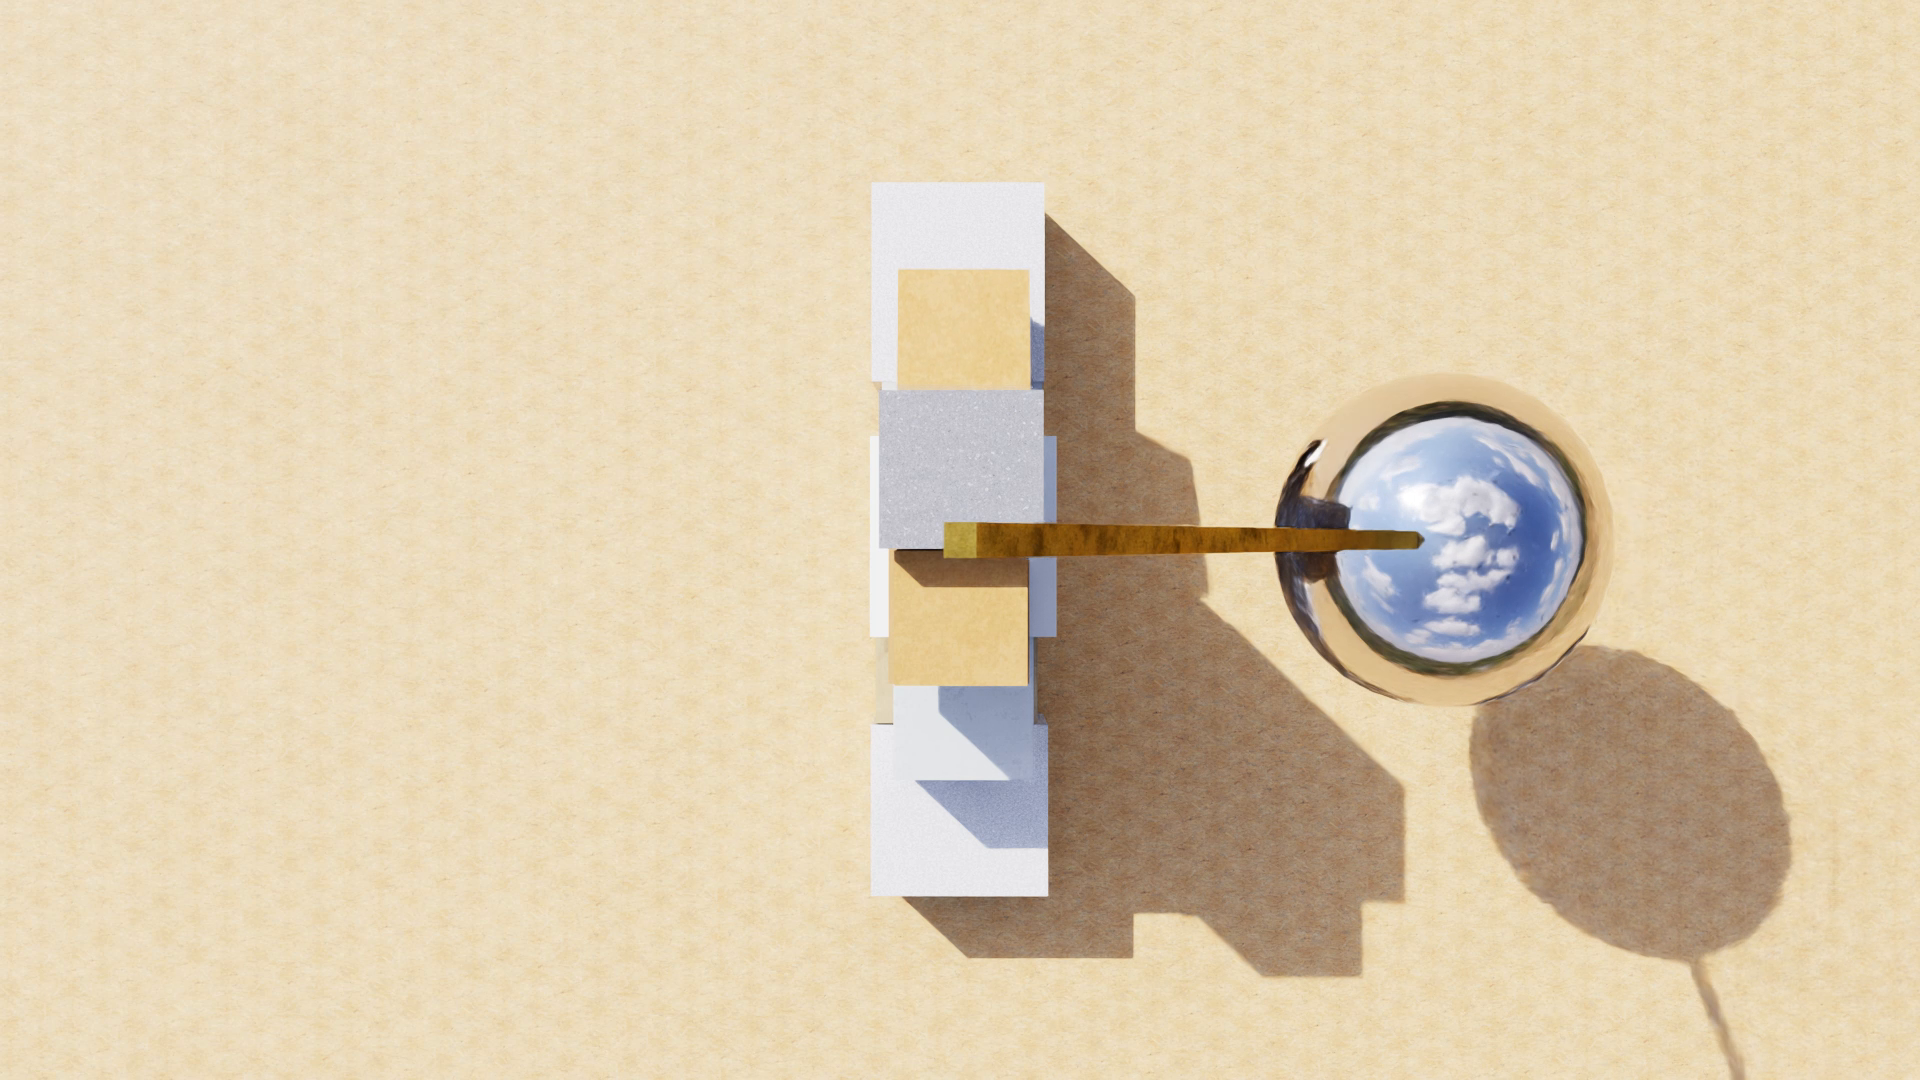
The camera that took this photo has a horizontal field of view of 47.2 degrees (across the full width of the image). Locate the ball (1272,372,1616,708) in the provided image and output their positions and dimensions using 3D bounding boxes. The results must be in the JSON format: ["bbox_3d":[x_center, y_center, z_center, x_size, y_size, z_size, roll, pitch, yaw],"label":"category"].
[{"bbox_3d":[2.295,0.000,10.485,1.600,1.600,1.600,0,90,0],"label":"ball"}]

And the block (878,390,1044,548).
[{"bbox_3d":[0.005,-0.308,9.988,0.717,0.839,0.691,0,90,0],"label":"block"}]

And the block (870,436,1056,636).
[{"bbox_3d":[0.017,-0.018,11.557,0.942,0.940,1.013,0,90,0],"label":"block"}]

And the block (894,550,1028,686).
[{"bbox_3d":[0.003,0.350,10.172,0.598,0.635,0.605,0,90,0],"label":"block"}]

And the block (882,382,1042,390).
[{"bbox_3d":[0.013,-0.376,12.514,0.880,0.973,0.981,0,90,0],"label":"block"}]

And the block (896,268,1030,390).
[{"bbox_3d":[0.020,-0.982,11.714,0.687,0.666,0.714,0,74,0],"label":"block"}]

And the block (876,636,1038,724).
[{"bbox_3d":[-0.019,0.569,12.584,0.896,0.832,0.889,0,90,0],"label":"block"}]

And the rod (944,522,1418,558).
[{"bbox_3d":[0.994,0.000,7.344,0.080,5.200,0.080,0,90,22],"label":"rod"}]

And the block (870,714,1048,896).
[{"bbox_3d":[-0.003,1.498,12.592,0.981,0.816,0.950,0,90,0],"label":"block"}]

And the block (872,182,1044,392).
[{"bbox_3d":[-0.011,-1.425,12.567,0.955,0.866,1.097,0,90,0],"label":"block"}]

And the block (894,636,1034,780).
[{"bbox_3d":[0.018,0.873,11.800,0.728,0.735,0.749,0,90,0],"label":"block"}]

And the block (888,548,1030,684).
[{"bbox_3d":[-0.005,0.346,10.788,0.672,0.598,0.679,0,90,0],"label":"block"}]
